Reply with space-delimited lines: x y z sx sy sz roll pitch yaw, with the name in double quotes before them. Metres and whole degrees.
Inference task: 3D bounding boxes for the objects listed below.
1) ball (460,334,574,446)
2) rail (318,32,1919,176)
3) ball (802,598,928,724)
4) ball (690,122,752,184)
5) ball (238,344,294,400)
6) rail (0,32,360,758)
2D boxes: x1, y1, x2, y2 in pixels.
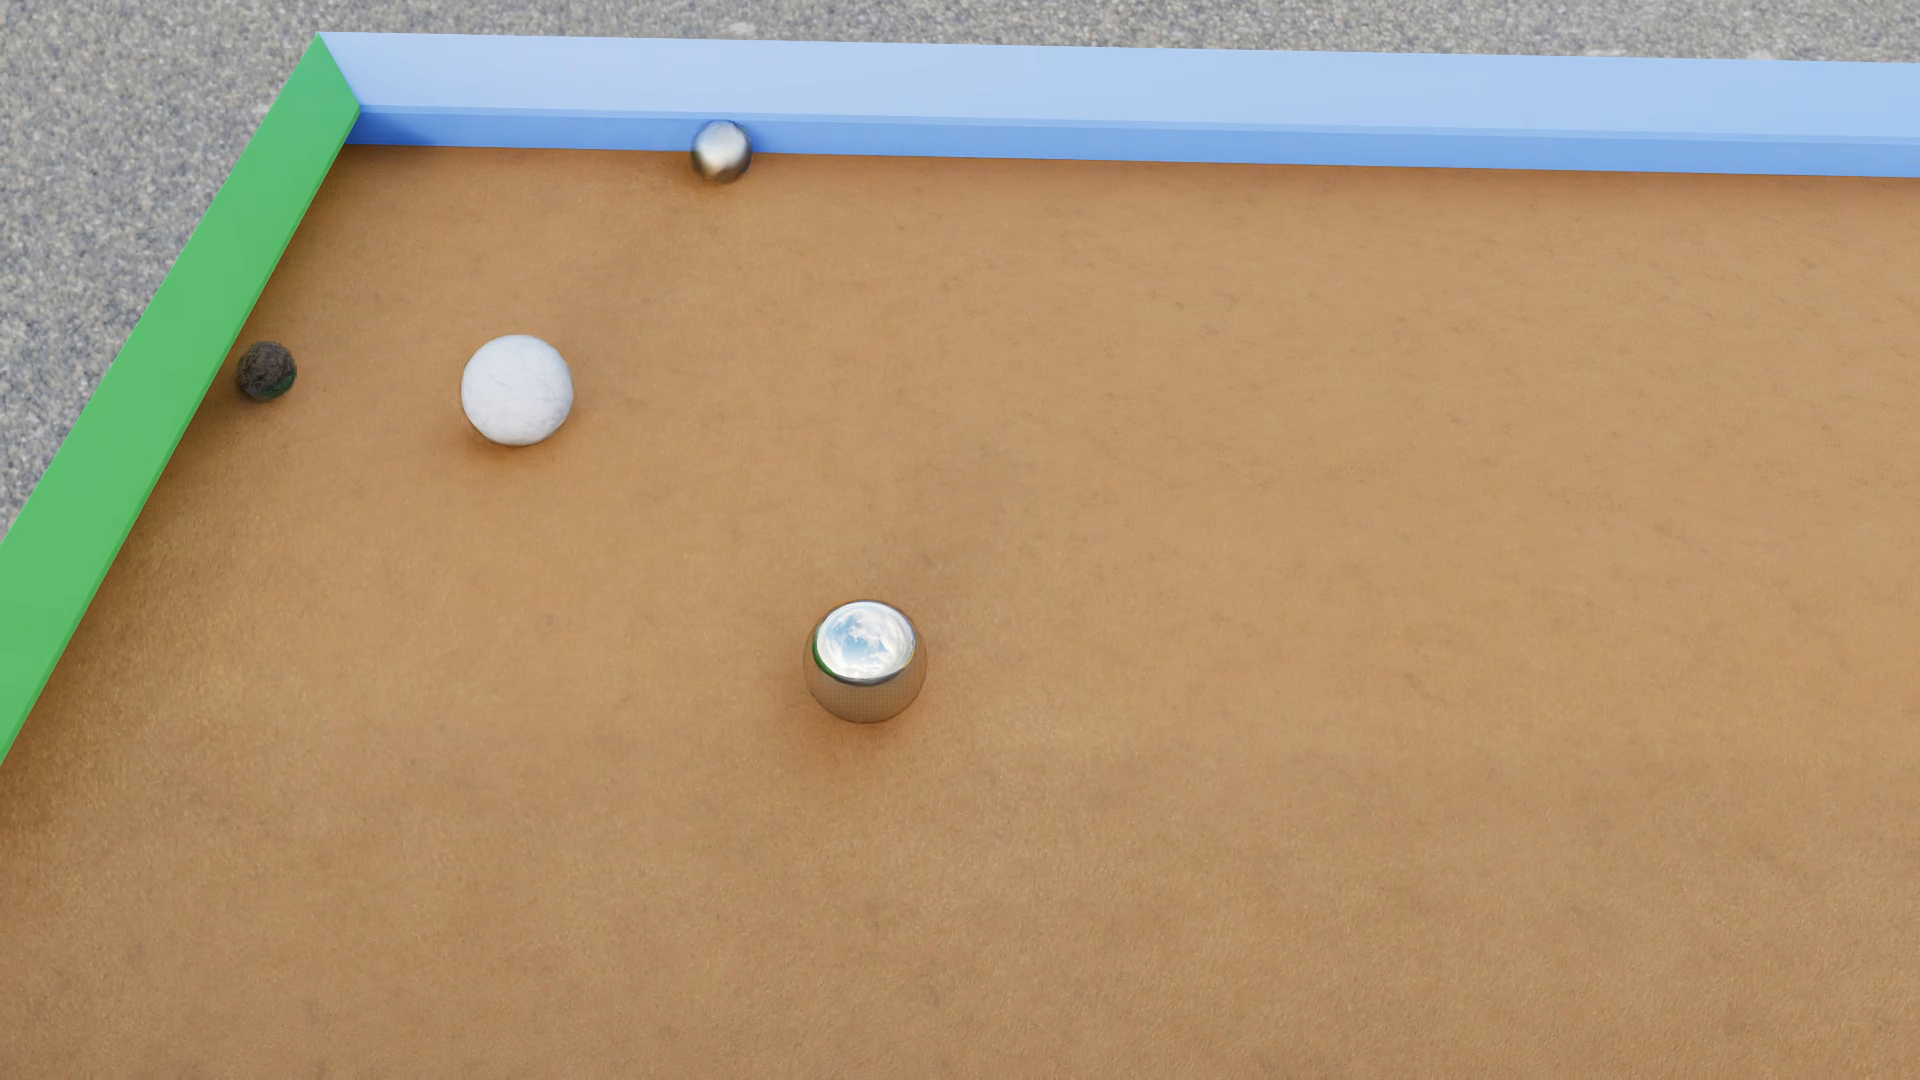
"ball" -0.357 -0.121 2.069 0.090 0.090 0.090 0 35 0
"rail" 0.687 -0.393 2.435 2.619 0.117 0.045 2 35 2
"ball" -0.066 0.084 1.777 0.087 0.087 0.087 0 35 0
"ball" -0.228 -0.371 2.455 0.059 0.059 0.059 0 35 0
"ball" -0.577 -0.140 2.135 0.046 0.046 0.046 0 35 0
"rail" -0.630 -0.037 1.923 0.045 0.117 1.419 2 35 2
